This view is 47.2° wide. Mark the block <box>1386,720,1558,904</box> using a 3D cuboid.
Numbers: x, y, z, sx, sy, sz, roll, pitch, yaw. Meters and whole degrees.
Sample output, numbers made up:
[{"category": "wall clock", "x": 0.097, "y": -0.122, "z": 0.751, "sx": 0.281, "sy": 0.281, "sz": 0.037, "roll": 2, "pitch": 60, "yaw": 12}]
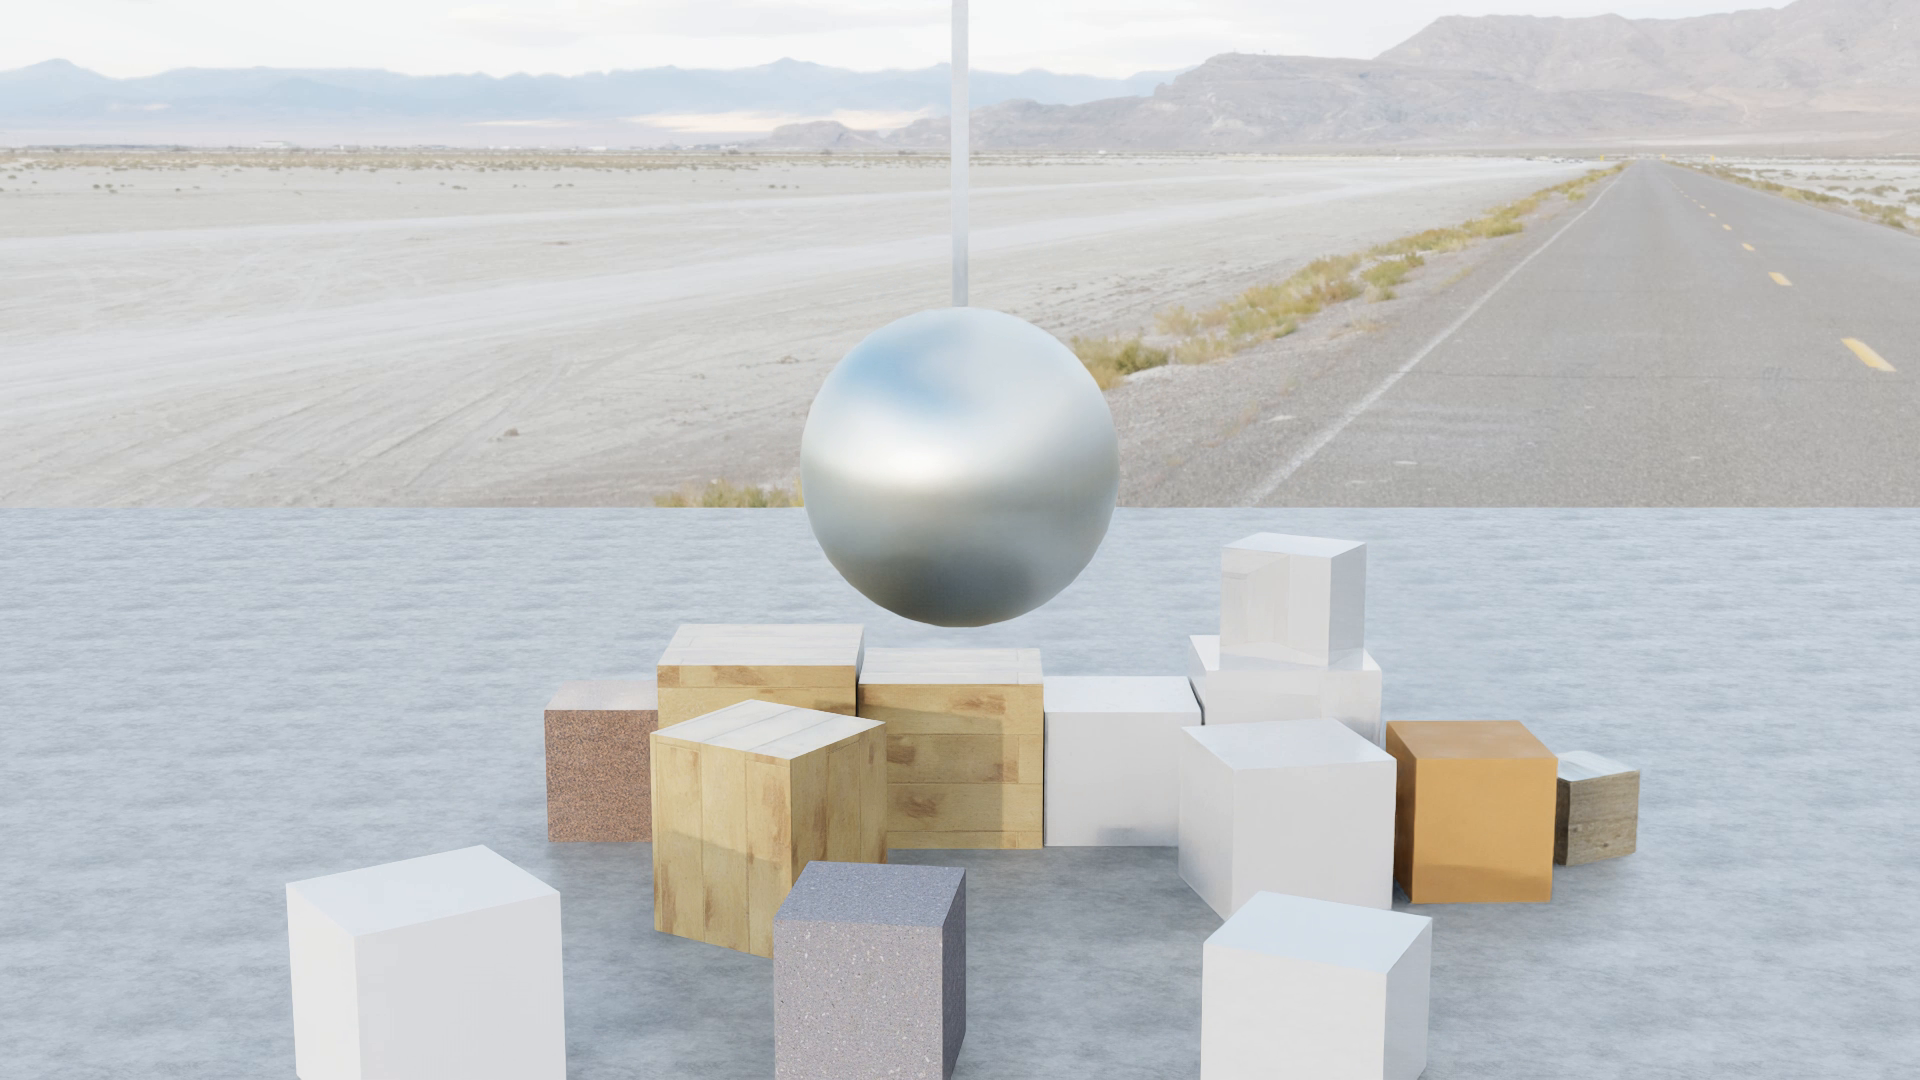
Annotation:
[{"category": "block", "x": 2.426, "y": 1.289, "z": 10.534, "sx": 0.652, "sy": 0.696, "sz": 0.685, "roll": 0, "pitch": 10, "yaw": -1}]

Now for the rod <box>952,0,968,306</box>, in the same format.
[{"category": "rod", "x": 0.000, "y": -3.722, "z": 10.437, "sx": 0.080, "sy": 5.200, "sz": 0.080, "roll": 0, "pitch": 9, "yaw": 0}]

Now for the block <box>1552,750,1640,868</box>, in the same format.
[{"category": "block", "x": 3.074, "y": 1.337, "z": 10.997, "sx": 0.455, "sy": 0.436, "sz": 0.401, "roll": -5, "pitch": 12, "yaw": -27}]

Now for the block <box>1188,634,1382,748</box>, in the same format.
[{"category": "block", "x": 1.652, "y": 1.026, "z": 11.353, "sx": 0.872, "sy": 0.919, "sz": 0.792, "roll": 0, "pitch": 10, "yaw": 0}]

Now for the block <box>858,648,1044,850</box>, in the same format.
[{"category": "block", "x": -0.041, "y": 1.062, "z": 11.344, "sx": 0.916, "sy": 0.853, "sz": 0.774, "roll": 0, "pitch": 10, "yaw": 1}]

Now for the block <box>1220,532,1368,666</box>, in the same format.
[{"category": "block", "x": 1.708, "y": 0.294, "z": 11.265, "sx": 0.589, "sy": 0.552, "sz": 0.495, "roll": 6, "pitch": 12, "yaw": 30}]

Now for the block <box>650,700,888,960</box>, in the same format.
[{"category": "block", "x": -0.853, "y": 1.289, "z": 9.914, "sx": 0.776, "sy": 0.916, "sz": 0.720, "roll": 7, "pitch": 12, "yaw": 32}]

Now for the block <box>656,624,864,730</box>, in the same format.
[{"category": "block", "x": -1.000, "y": 1.005, "z": 11.346, "sx": 0.974, "sy": 0.963, "sz": 0.936, "roll": 0, "pitch": 10, "yaw": 0}]

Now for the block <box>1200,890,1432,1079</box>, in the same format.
[{"category": "block", "x": 1.344, "y": 1.751, "z": 8.267, "sx": 0.686, "sy": 0.598, "sz": 0.638, "roll": 5, "pitch": 11, "yaw": 26}]

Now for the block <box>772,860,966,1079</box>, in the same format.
[{"category": "block", "x": -0.332, "y": 1.677, "z": 8.420, "sx": 0.628, "sy": 0.687, "sz": 0.670, "roll": 1, "pitch": 10, "yaw": 7}]

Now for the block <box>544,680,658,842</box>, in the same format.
[{"category": "block", "x": -1.792, "y": 1.137, "z": 11.384, "sx": 0.590, "sy": 0.691, "sz": 0.608, "roll": 0, "pitch": 10, "yaw": 0}]

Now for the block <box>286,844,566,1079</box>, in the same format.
[{"category": "block", "x": -2.003, "y": 1.670, "z": 8.256, "sx": 0.788, "sy": 0.761, "sz": 0.691, "roll": -7, "pitch": 13, "yaw": -35}]

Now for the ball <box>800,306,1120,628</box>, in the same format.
[{"category": "ball", "x": 0.000, "y": -0.363, "z": 10.961, "sx": 1.600, "sy": 1.600, "sz": 1.600, "roll": 0, "pitch": 10, "yaw": 0}]

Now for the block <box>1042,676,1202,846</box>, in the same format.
[{"category": "block", "x": 0.813, "y": 1.134, "z": 11.385, "sx": 0.781, "sy": 0.696, "sz": 0.742, "roll": 0, "pitch": 10, "yaw": 0}]

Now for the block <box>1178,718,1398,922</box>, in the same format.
[{"category": "block", "x": 1.520, "y": 1.307, "z": 10.316, "sx": 0.777, "sy": 0.737, "sz": 0.754, "roll": -2, "pitch": 11, "yaw": -13}]
